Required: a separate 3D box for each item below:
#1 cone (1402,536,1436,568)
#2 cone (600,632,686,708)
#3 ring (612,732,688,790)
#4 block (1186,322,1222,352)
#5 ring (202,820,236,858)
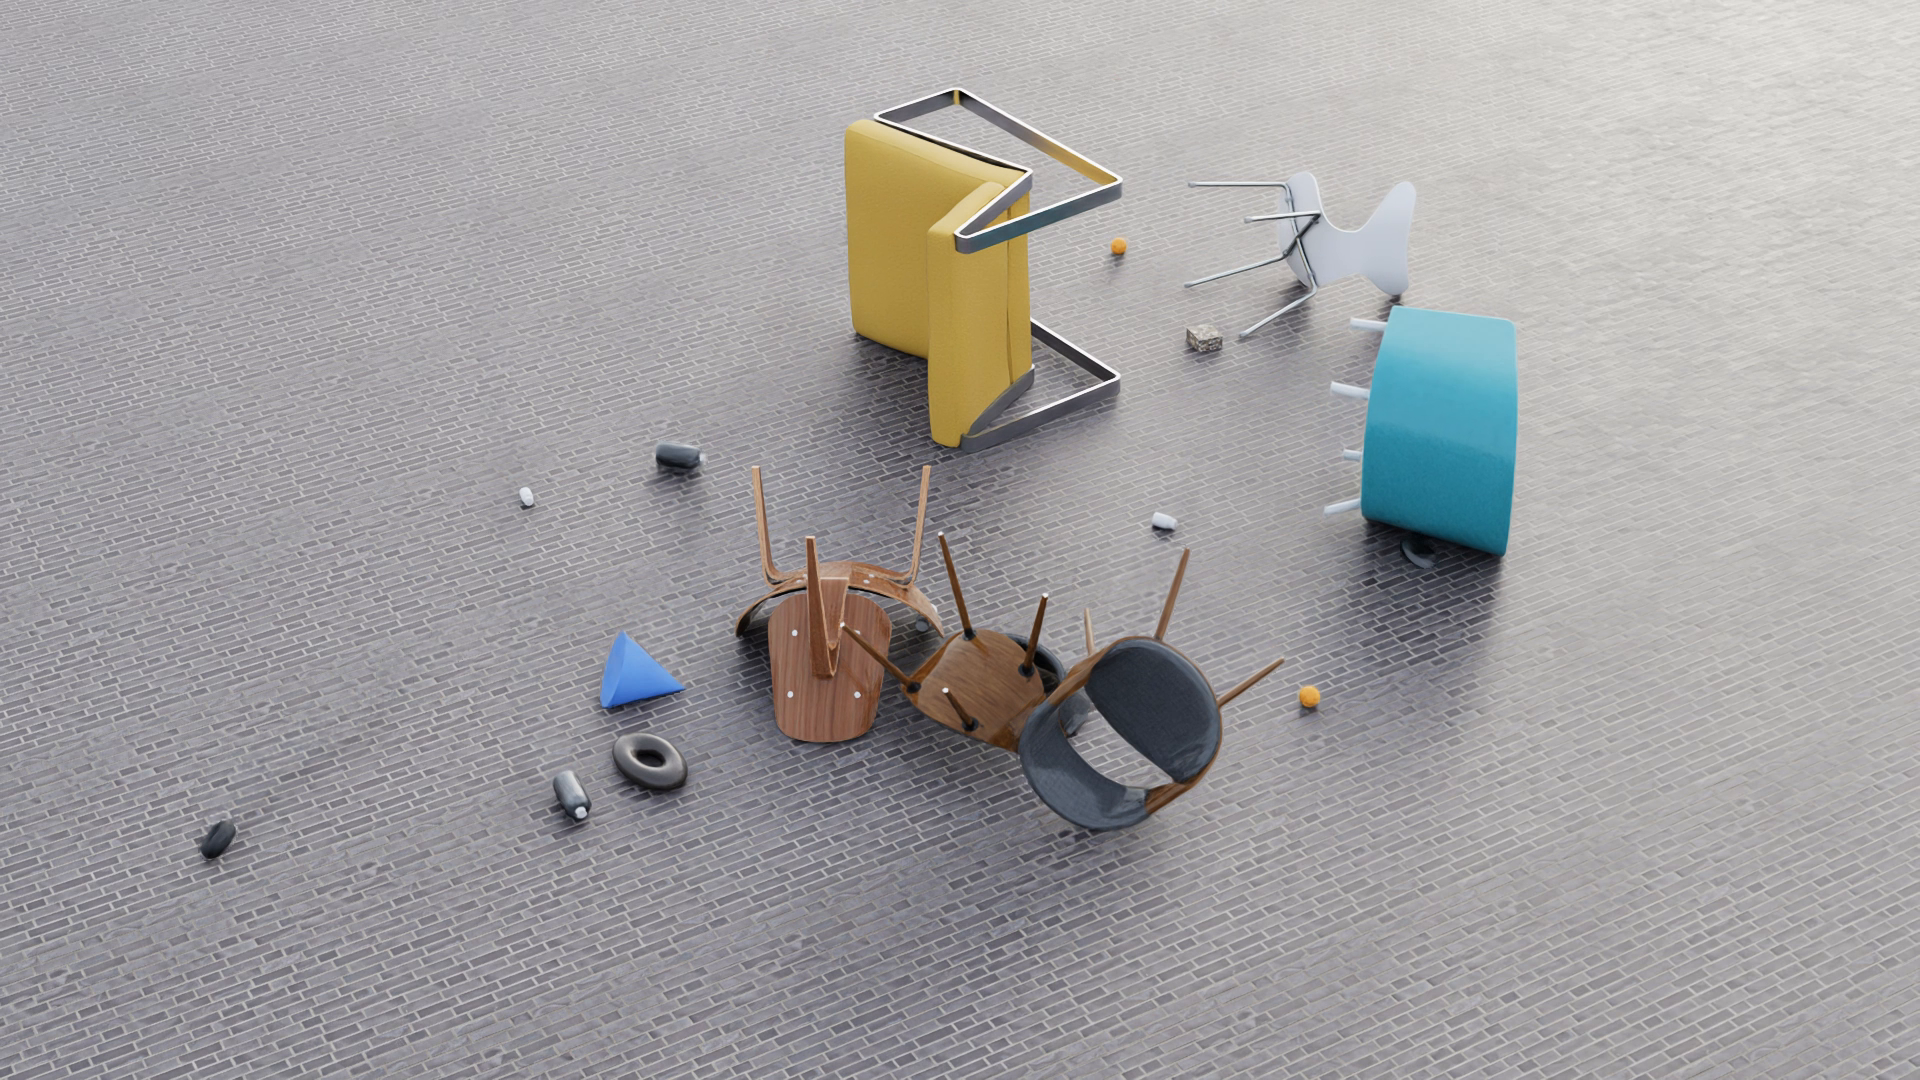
[{"bbox_3d":[1.662,0.050,10.815,0.105,0.168,0.094,-11,48,62],"label":"cone"},{"bbox_3d":[-1.069,0.479,10.115,0.271,0.222,0.272,16,72,-21],"label":"cone"},{"bbox_3d":[-1.033,0.736,9.769,0.209,0.066,0.330,-23,40,-32],"label":"ring"},{"bbox_3d":[1.014,-0.841,12.171,0.107,0.055,0.121,-12,35,-18],"label":"block"},{"bbox_3d":[-2.376,0.959,9.391,0.124,0.055,0.137,-18,36,51],"label":"ring"}]
